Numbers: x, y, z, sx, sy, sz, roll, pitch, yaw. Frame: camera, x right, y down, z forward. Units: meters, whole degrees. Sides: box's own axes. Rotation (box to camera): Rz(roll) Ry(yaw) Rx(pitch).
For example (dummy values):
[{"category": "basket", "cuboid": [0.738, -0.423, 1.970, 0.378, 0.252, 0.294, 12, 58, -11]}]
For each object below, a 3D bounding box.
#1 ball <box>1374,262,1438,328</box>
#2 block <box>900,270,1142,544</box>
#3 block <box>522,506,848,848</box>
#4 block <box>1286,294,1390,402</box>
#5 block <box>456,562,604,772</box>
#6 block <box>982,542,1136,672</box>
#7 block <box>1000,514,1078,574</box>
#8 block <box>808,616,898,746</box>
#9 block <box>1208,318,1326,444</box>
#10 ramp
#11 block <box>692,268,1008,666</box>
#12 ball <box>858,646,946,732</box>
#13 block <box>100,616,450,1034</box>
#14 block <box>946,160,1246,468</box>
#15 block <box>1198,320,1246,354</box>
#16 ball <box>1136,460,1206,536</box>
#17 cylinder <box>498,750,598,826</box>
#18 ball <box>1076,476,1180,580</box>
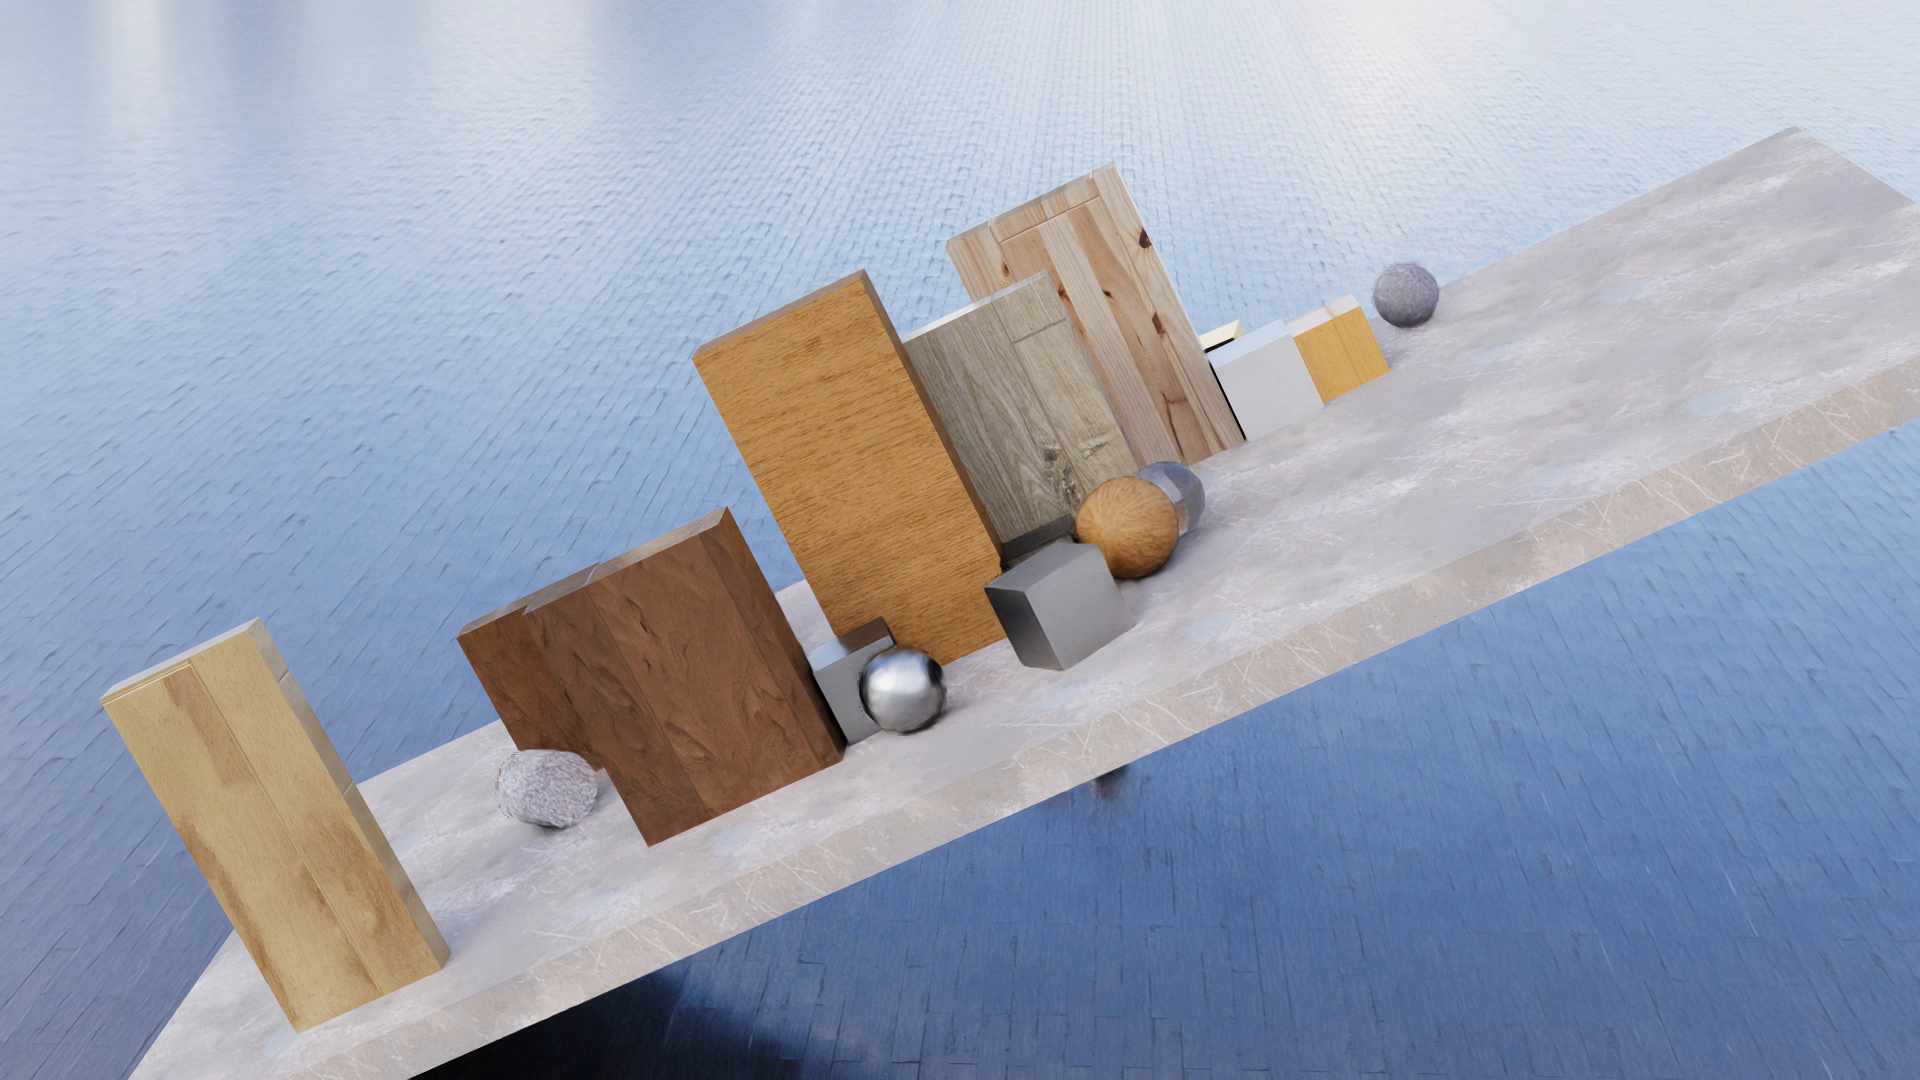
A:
[{"category": "ball", "cuboid": [1.032, -0.567, 6.806, 0.150, 0.150, 0.150, 0, 16, 0]}, {"category": "block", "cuboid": [0.116, -0.205, 6.207, 0.432, 0.602, 0.081, -25, 13, 9]}, {"category": "block", "cuboid": [-0.538, 0.271, 5.804, 0.432, 0.533, 0.137, -25, 13, 9]}, {"category": "block", "cuboid": [0.848, -0.433, 6.620, 0.165, 0.165, 0.165, -25, 13, 6]}, {"category": "block", "cuboid": [-0.865, 0.309, 6.554, 0.344, 0.409, 0.100, -25, 13, 9]}, {"category": "block", "cuboid": [0.193, 0.128, 5.719, 0.180, 0.180, 0.180, -32, 14, -21]}, {"category": "block", "cuboid": [0.188, 0.065, 6.013, 0.156, 0.156, 0.156, -25, 13, 10]}, {"category": "block", "cuboid": [-0.187, 0.280, 5.893, 0.168, 0.168, 0.168, -27, 13, 0]}, {"category": "block", "cuboid": [0.686, -0.359, 6.605, 0.186, 0.186, 0.186, -25, 13, 6]}, {"category": "ramp", "cuboid": [0.137, 0.168, 6.281, 4.000, 0.100, 2.000, -25, 13, 9]}, {"category": "block", "cuboid": [-0.191, -0.110, 6.010, 0.378, 0.797, 0.115, -25, 13, 9]}, {"category": "ball", "cuboid": [-0.112, 0.289, 5.712, 0.170, 0.170, 0.170, 0, 16, 0]}, {"category": "block", "cuboid": [-1.322, 0.559, 5.703, 0.328, 0.768, 0.084, -25, 13, 9]}, {"category": "block", "cuboid": [0.305, -0.447, 6.581, 0.414, 0.683, 0.094, -25, 13, 9]}, {"category": "block", "cuboid": [0.616, -0.403, 6.970, 0.156, 0.156, 0.156, -23, 14, 17]}, {"category": "ball", "cuboid": [0.429, -0.084, 6.106, 0.162, 0.162, 0.162, 0, 16, 0]}, {"category": "cylinder", "cuboid": [-0.883, 0.530, 6.294, 0.160, 0.160, 0.160, -10, 3, -31]}, {"category": "ball", "cuboid": [0.339, -0.025, 5.955, 0.209, 0.209, 0.209, 0, 16, 0]}]
